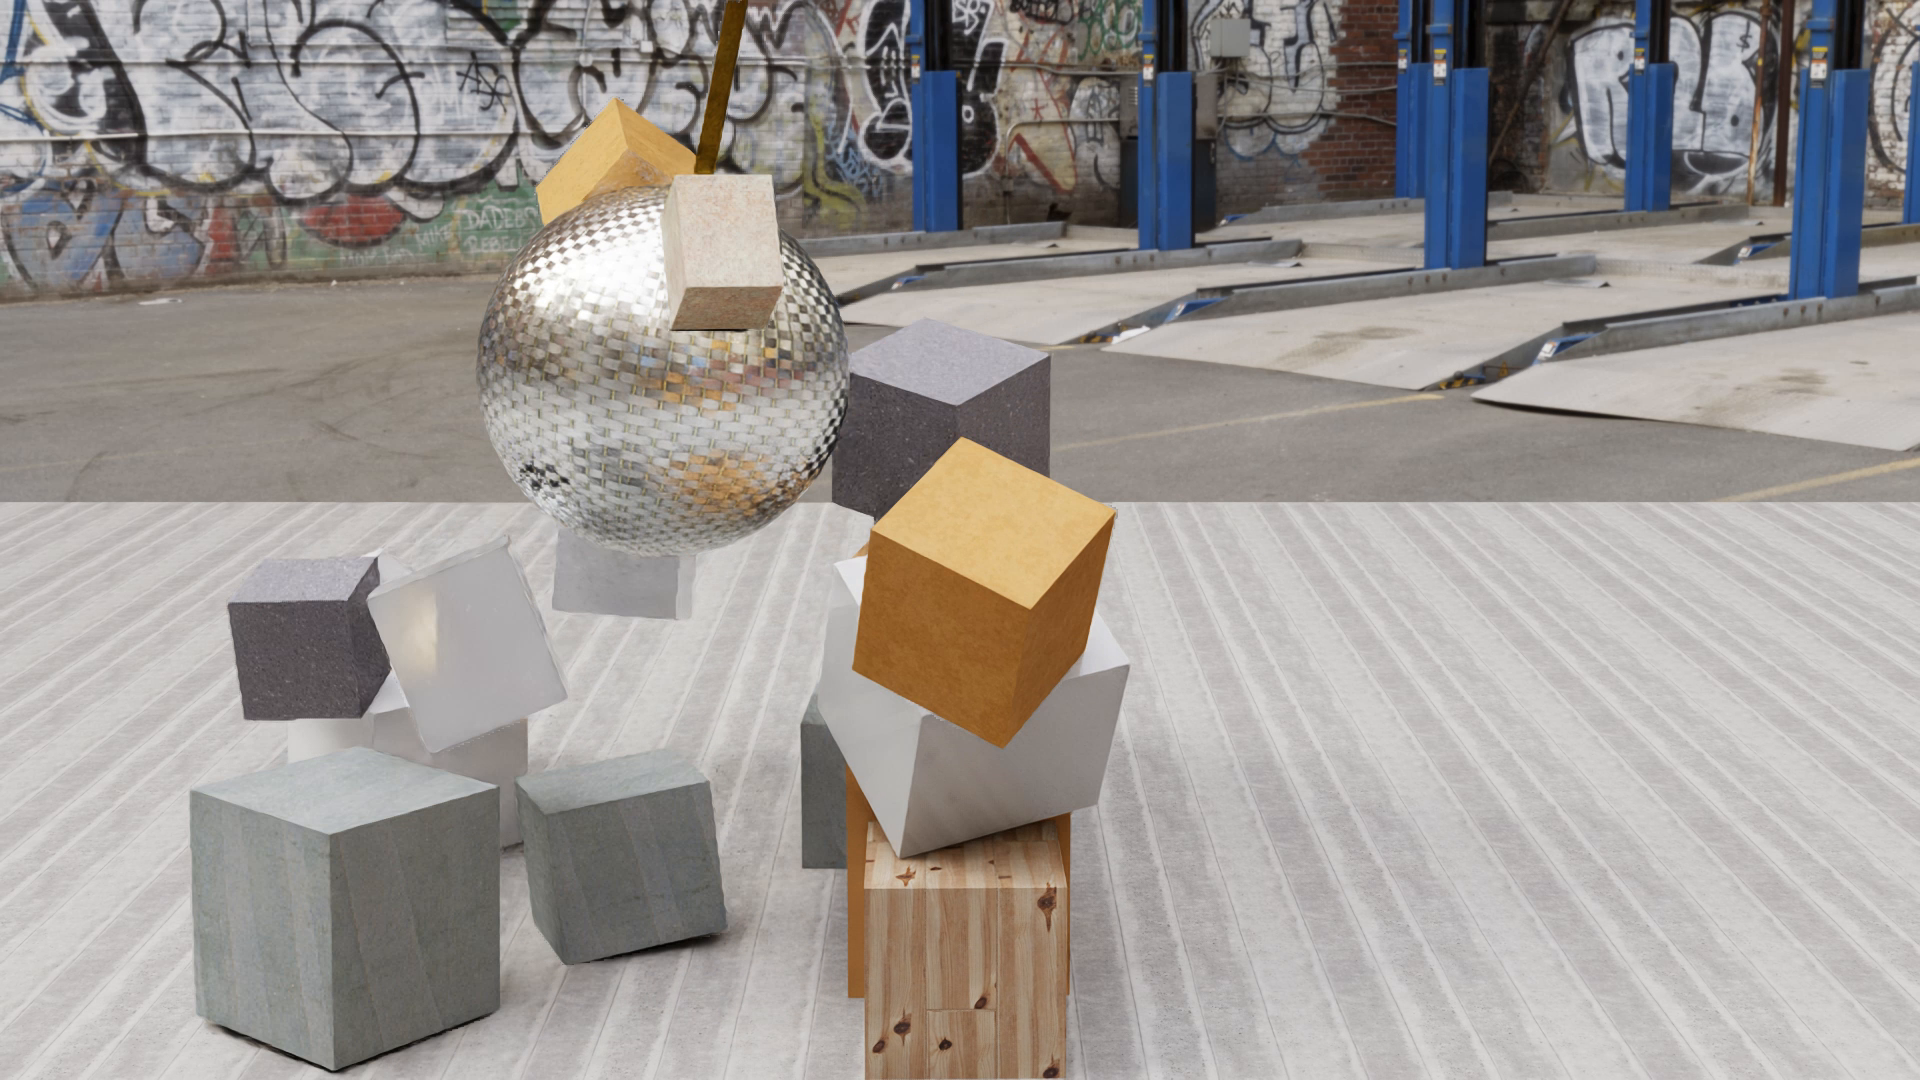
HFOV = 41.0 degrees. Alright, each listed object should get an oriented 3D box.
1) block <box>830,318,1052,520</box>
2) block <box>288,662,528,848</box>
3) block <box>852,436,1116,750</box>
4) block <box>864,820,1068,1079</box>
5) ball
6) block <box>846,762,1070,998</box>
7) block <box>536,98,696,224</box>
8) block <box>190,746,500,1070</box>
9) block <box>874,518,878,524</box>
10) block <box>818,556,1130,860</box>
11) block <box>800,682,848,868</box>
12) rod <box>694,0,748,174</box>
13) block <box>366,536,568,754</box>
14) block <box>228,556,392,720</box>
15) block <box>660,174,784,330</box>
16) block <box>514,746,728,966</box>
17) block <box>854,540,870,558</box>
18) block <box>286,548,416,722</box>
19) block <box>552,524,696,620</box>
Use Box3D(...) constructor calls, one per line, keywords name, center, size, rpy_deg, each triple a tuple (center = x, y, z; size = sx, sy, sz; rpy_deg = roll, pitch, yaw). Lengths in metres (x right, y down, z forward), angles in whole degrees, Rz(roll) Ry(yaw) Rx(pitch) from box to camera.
Box3D(name="block", center=(-0.092, -0.527, 12.189), size=(0.753, 0.717, 0.732), rpy_deg=(19, 33, 33))
Box3D(name="block", center=(-2.527, 0.967, 11.734), size=(0.771, 0.783, 0.821), rpy_deg=(-12, 22, -40))
Box3D(name="block", center=(0.076, 0.176, 8.753), size=(0.608, 0.673, 0.589), rpy_deg=(27, 46, 18))
Box3D(name="block", center=(0.013, 1.488, 9.414), size=(0.710, 0.704, 0.818), rpy_deg=(0, 10, -1))
Box3D(name="ball", center=(-1.271, -0.726, 11.048), size=(1.600, 1.600, 1.600), rpy_deg=(0, 10, 0))
Box3D(name="block", center=(-0.019, 1.222, 10.218), size=(0.853, 0.940, 0.845), rpy_deg=(0, 10, -2))
Box3D(name="block", center=(-1.510, -1.545, 11.726), size=(0.567, 0.577, 0.513), rpy_deg=(33, 21, -32))
Box3D(name="block", center=(-2.281, 1.343, 9.551), size=(0.795, 0.875, 0.788), rpy_deg=(10, 14, 36))
Box3D(name="block", center=(-0.020, 0.040, 12.622), size=(0.676, 0.690, 0.638), rpy_deg=(5, 28, 10))
Box3D(name="block", center=(0.030, 0.535, 9.420), size=(0.812, 0.764, 0.788), rpy_deg=(-13, 47, -22))
Box3D(name="block", center=(-0.294, 1.073, 11.801), size=(0.796, 0.667, 0.801), rpy_deg=(0, 10, 2))
Box3D(name="rod", center=(-0.551, -3.995, 10.454), size=(0.080, 5.200, 0.080), rpy_deg=(12, 10, -2))
Box3D(name="block", center=(-1.894, 0.394, 9.922), size=(0.558, 0.630, 0.563), rpy_deg=(-22, 7, -7))
Box3D(name="block", center=(-2.823, 0.425, 11.171), size=(0.510, 0.545, 0.524), rpy_deg=(-1, 20, 3))
Box3D(name="block", center=(-0.950, -1.142, 10.183), size=(0.383, 0.480, 0.409), rpy_deg=(-2, -18, -16))
Box3D(name="block", center=(-1.396, 1.286, 10.532), size=(0.677, 0.636, 0.569), rpy_deg=(-10, 13, -20))
Box3D(name="block", center=(-0.142, 0.338, 12.005), size=(0.616, 0.620, 0.631), rpy_deg=(4, 18, 14))
Box3D(name="block", center=(-2.963, 0.602, 12.882), size=(0.682, 0.769, 0.751), rpy_deg=(39, -30, -24))
Box3D(name="block", center=(-1.663, 0.054, 12.861), size=(0.607, 0.647, 0.624), rpy_deg=(4, -1, 2))
